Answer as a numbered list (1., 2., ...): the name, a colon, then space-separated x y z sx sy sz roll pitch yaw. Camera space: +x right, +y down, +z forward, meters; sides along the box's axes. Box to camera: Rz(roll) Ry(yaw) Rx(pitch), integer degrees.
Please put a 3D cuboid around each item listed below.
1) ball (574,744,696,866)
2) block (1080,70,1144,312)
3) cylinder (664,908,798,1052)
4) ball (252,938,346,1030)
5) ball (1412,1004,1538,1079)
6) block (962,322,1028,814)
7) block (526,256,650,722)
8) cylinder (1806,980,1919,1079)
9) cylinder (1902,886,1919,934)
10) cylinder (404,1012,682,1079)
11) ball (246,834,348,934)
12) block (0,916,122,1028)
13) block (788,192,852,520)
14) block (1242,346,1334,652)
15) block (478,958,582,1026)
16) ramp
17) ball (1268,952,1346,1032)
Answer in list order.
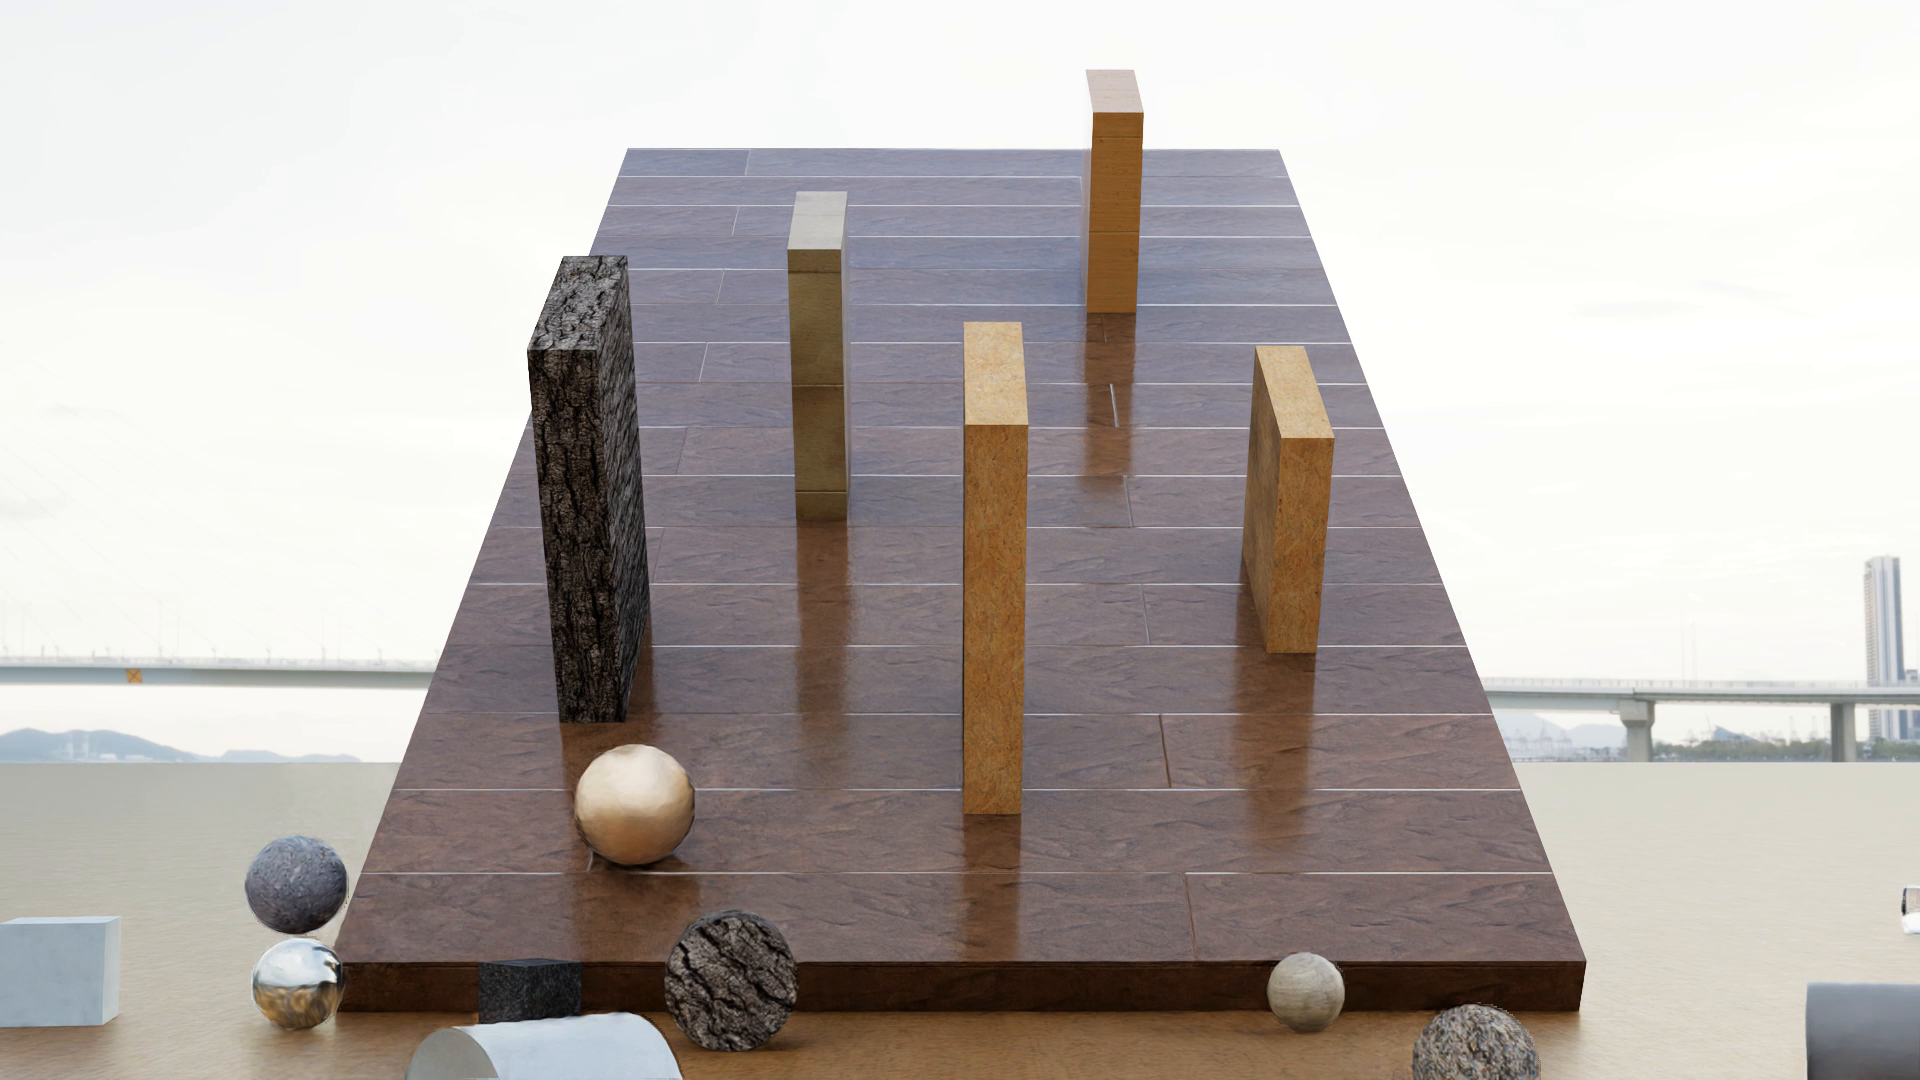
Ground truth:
1. ball: -0.544 0.444 3.996 0.202 0.202 0.202 0 -5 0
2. block: 0.392 -0.910 6.201 0.128 0.535 0.364 0 28 0
3. cylinder: -0.327 0.626 3.405 0.185 0.185 0.185 1 -5 -6
4. ball: -0.992 0.666 3.580 0.137 0.137 0.137 0 -5 0
5. ball: 0.565 0.579 2.617 0.136 0.136 0.136 0 -5 0
6. block: 0.057 0.048 4.163 0.100 0.748 0.422 0 28 0
7. block: -0.681 -0.097 4.430 0.119 0.749 0.442 0 28 0
8. cylinder: 1.039 0.576 2.685 0.154 0.154 0.154 -2 -6 23
9. cylinder: 2.239 0.855 5.503 0.108 0.108 0.108 -3 -6 30
10. cylinder: -0.363 0.508 2.073 0.179 0.179 0.179 5 -7 -43
11. ball: -1.130 0.587 4.064 0.168 0.168 0.168 0 -5 0
12. block: -1.398 0.668 3.705 0.154 0.154 0.154 1 -5 -11
13. block: -0.298 -0.398 5.140 0.109 0.619 0.345 0 28 0
14. block: 0.645 -0.086 4.724 0.098 0.462 0.432 0 28 0
15. block: -0.632 0.674 3.501 0.107 0.107 0.107 -5 -7 44
16. ramp: -0.011 -0.223 5.579 2.000 0.100 4.000 0 28 0
17. ball: 0.517 0.675 3.565 0.115 0.115 0.115 0 -5 0
